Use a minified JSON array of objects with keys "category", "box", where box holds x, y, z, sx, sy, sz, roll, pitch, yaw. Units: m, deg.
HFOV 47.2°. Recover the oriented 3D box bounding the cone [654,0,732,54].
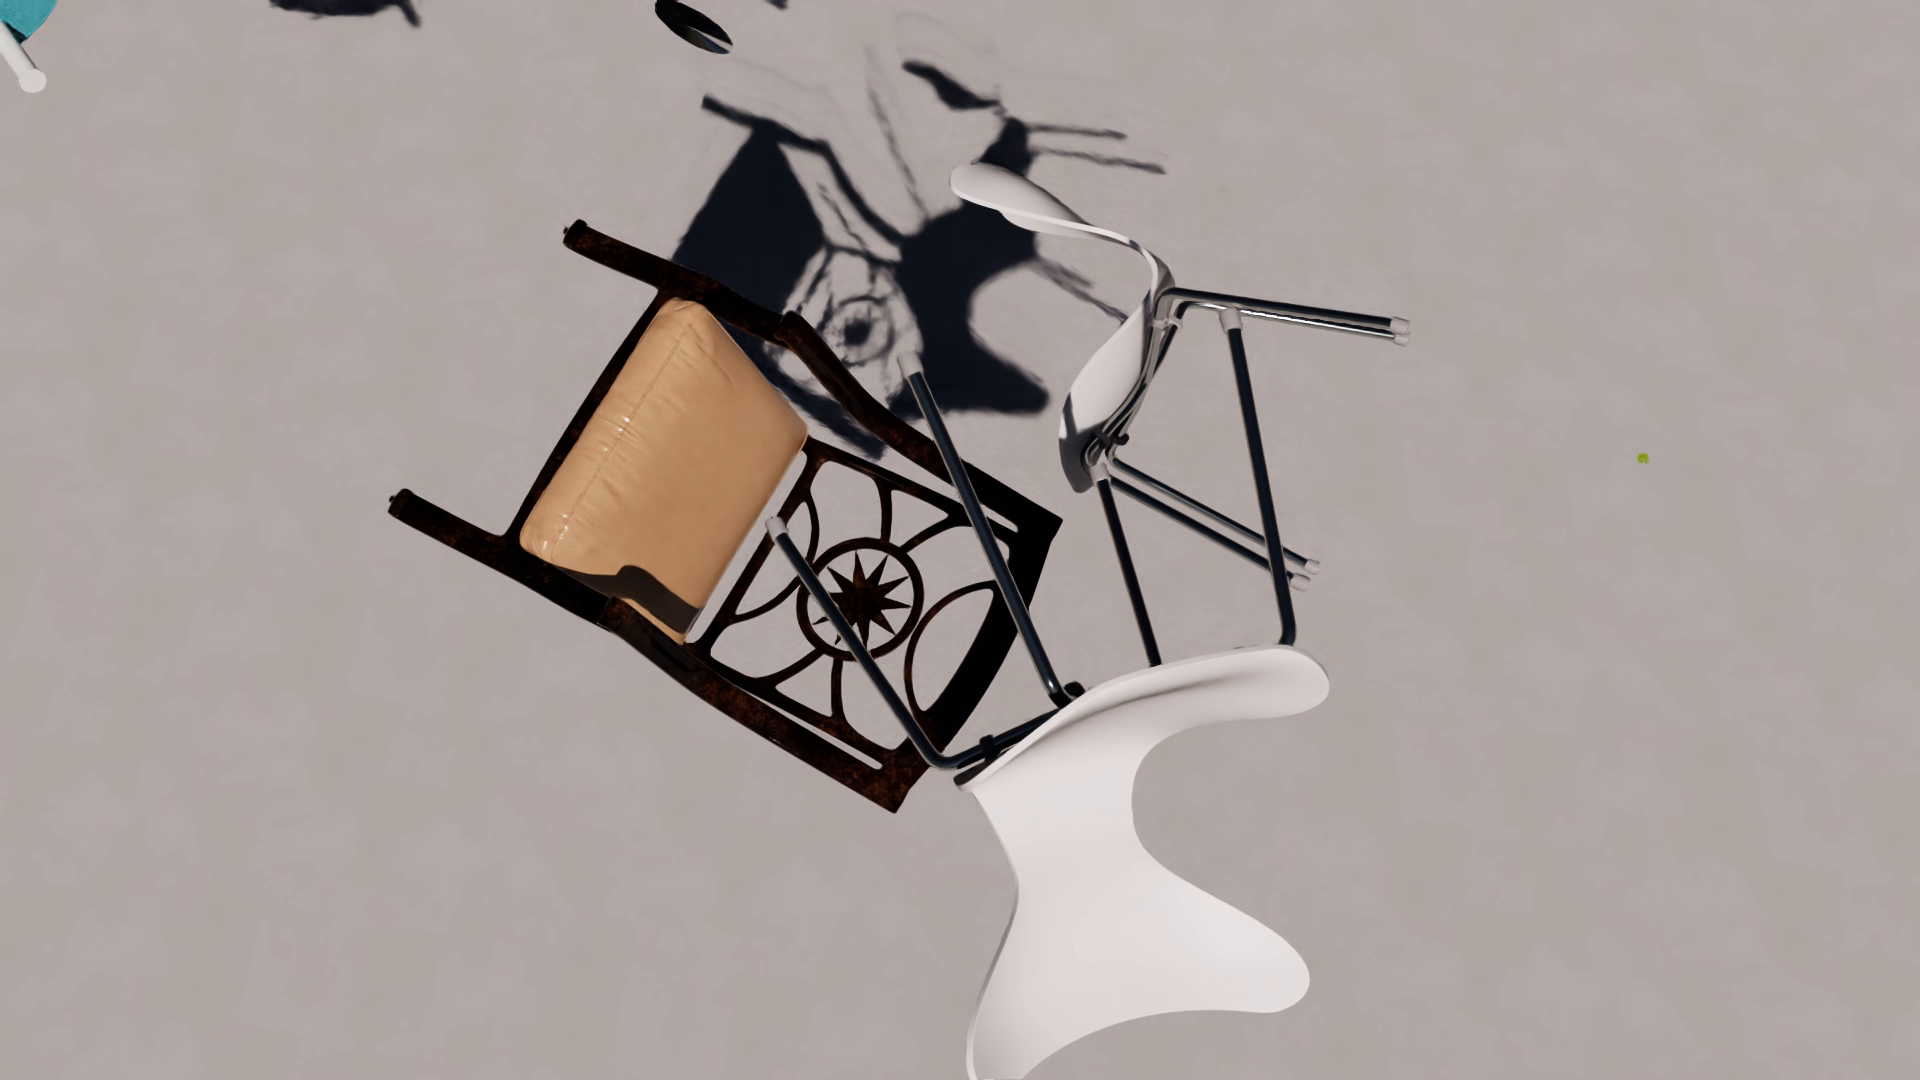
[{"category":"cone","box":[-0.524,-0.998,4.275,0.173,0.075,0.060,28,95,-21]}]
